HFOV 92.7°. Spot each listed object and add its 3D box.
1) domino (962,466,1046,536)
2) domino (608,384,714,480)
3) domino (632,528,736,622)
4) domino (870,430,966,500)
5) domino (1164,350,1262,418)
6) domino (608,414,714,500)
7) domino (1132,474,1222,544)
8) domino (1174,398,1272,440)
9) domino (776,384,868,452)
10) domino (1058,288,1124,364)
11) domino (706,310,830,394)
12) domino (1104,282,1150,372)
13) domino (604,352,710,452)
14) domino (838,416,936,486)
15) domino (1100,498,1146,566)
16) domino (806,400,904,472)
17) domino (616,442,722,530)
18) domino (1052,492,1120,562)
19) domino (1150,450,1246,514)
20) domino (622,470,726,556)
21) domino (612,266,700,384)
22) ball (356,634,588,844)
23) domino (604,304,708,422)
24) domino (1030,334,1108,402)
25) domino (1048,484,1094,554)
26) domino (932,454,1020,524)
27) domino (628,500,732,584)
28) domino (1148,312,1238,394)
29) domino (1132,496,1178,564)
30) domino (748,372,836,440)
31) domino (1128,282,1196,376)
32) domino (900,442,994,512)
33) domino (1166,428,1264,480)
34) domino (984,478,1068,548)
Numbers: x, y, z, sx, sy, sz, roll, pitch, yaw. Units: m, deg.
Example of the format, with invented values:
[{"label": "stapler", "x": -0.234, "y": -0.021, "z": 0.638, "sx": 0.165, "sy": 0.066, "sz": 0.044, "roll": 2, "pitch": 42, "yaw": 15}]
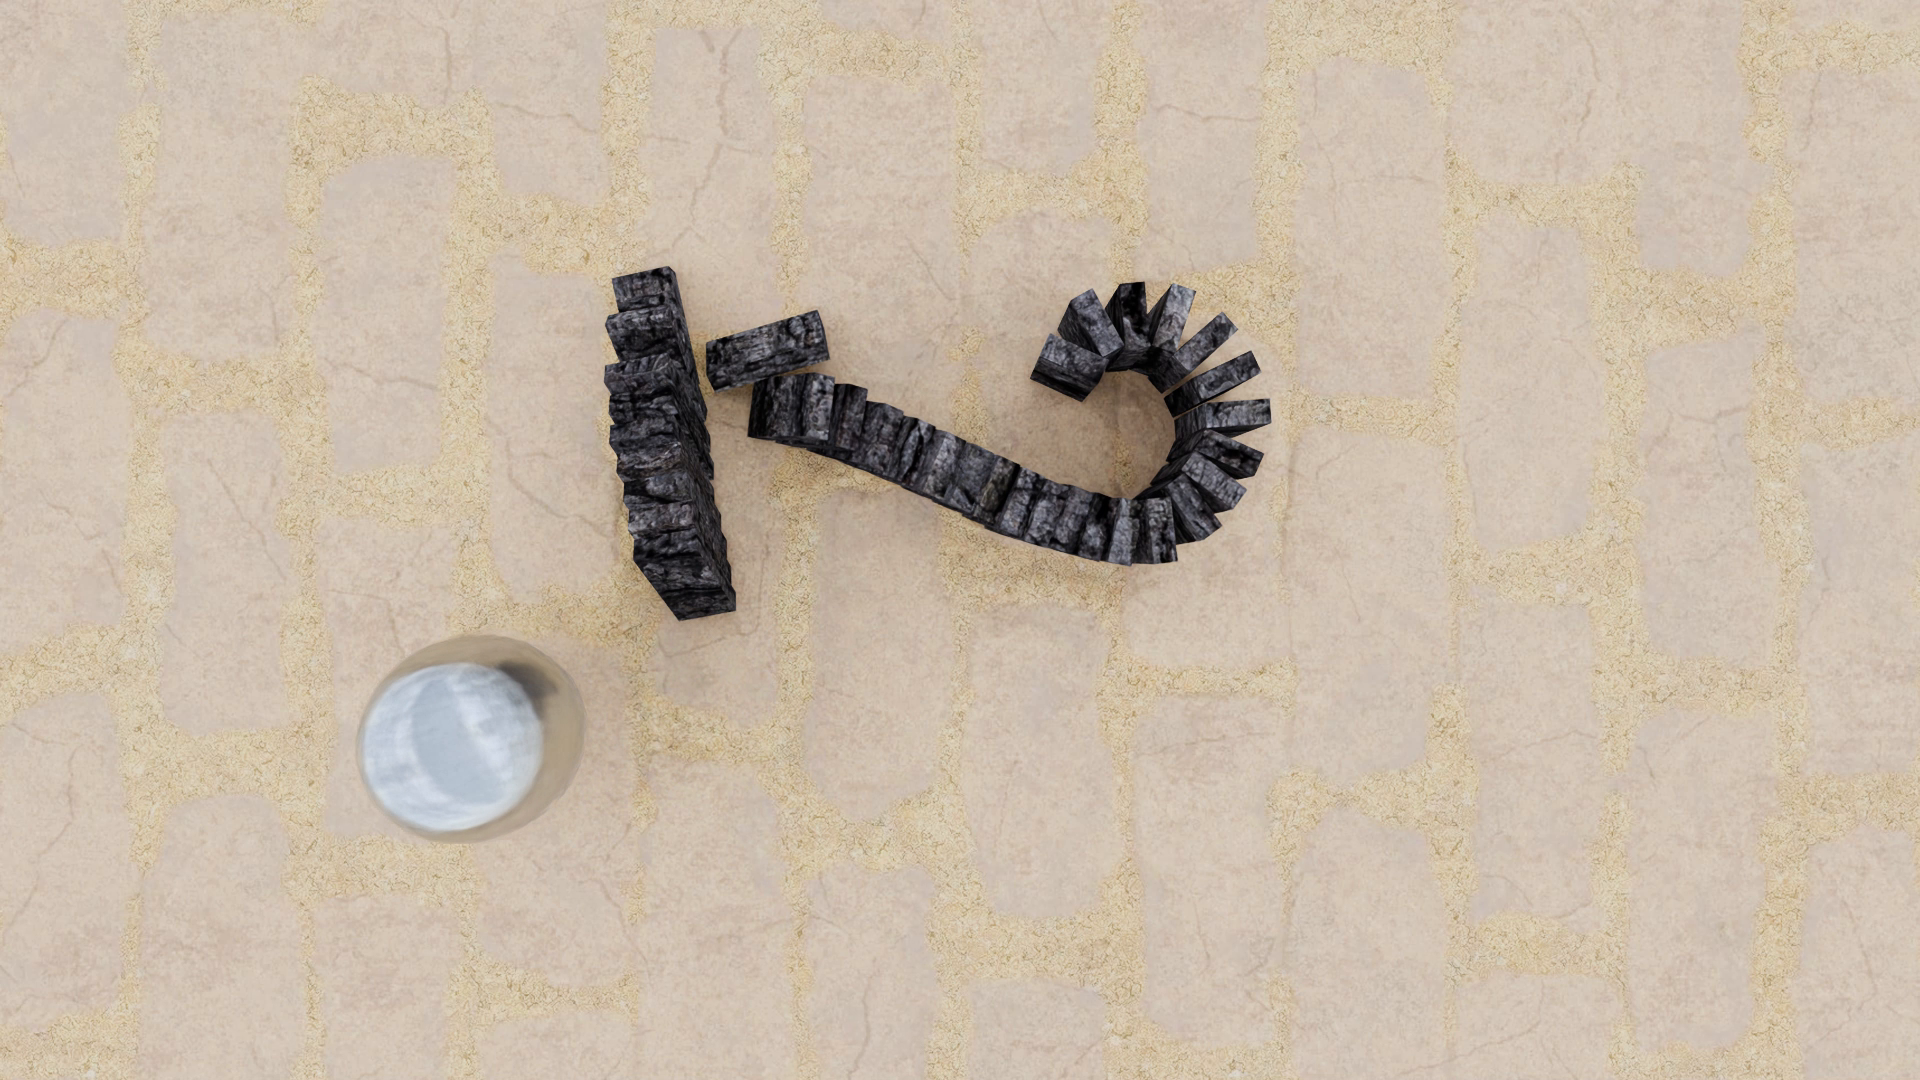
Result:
[{"label": "domino", "x": 0.017, "y": -0.017, "z": 0.375, "sx": 0.010, "sy": 0.050, "sz": 0.025, "roll": 22, "pitch": 90, "yaw": -18}, {"label": "domino", "x": -0.122, "y": -0.041, "z": 0.377, "sx": 0.025, "sy": 0.050, "sz": 0.010, "roll": -10, "pitch": 56, "yaw": 0}, {"label": "domino", "x": -0.112, "y": 0.015, "z": 0.377, "sx": 0.025, "sy": 0.050, "sz": 0.009, "roll": -11, "pitch": 56, "yaw": 0}, {"label": "domino", "x": -0.018, "y": -0.034, "z": 0.376, "sx": 0.009, "sy": 0.050, "sz": 0.025, "roll": 22, "pitch": 90, "yaw": -33}, {"label": "domino", "x": 0.102, "y": -0.063, "z": 0.375, "sx": 0.025, "sy": 0.050, "sz": 0.009, "roll": -25, "pitch": 90, "yaw": 0}, {"label": "domino", "x": -0.121, "y": -0.030, "z": 0.377, "sx": 0.025, "sy": 0.050, "sz": 0.010, "roll": -10, "pitch": 56, "yaw": 0}, {"label": "domino", "x": 0.087, "y": -0.011, "z": 0.375, "sx": 0.010, "sy": 0.050, "sz": 0.025, "roll": -36, "pitch": 90, "yaw": -6}, {"label": "domino", "x": 0.106, "y": -0.049, "z": 0.375, "sx": 0.025, "sy": 0.050, "sz": 0.009, "roll": -4, "pitch": 90, "yaw": 0}, {"label": "domino", "x": -0.058, "y": -0.051, "z": 0.378, "sx": 0.010, "sy": 0.050, "sz": 0.025, "roll": 10, "pitch": 90, "yaw": -40}, {"label": "domino", "x": 0.053, "y": -0.083, "z": 0.375, "sx": 0.010, "sy": 0.050, "sz": 0.025, "roll": -29, "pitch": 90, "yaw": 0}, {"label": "domino", "x": -0.082, "y": -0.080, "z": 0.388, "sx": 0.050, "sy": 0.010, "sz": 0.025, "roll": -16, "pitch": 46, "yaw": 0}, {"label": "domino", "x": 0.067, "y": -0.086, "z": 0.375, "sx": 0.009, "sy": 0.050, "sz": 0.025, "roll": -5, "pitch": 90, "yaw": 0}, {"label": "domino", "x": -0.123, "y": -0.053, "z": 0.377, "sx": 0.025, "sy": 0.050, "sz": 0.010, "roll": -11, "pitch": 55, "yaw": 0}, {"label": "domino", "x": -0.031, "y": -0.039, "z": 0.377, "sx": 0.009, "sy": 0.050, "sz": 0.025, "roll": 21, "pitch": 90, "yaw": -36}, {"label": "domino", "x": 0.060, "y": -0.004, "z": 0.375, "sx": 0.010, "sy": 0.050, "sz": 0.025, "roll": 13, "pitch": 90, "yaw": -8}, {"label": "domino", "x": -0.044, "y": -0.045, "z": 0.378, "sx": 0.010, "sy": 0.050, "sz": 0.025, "roll": 18, "pitch": 90, "yaw": -39}, {"label": "domino", "x": -0.118, "y": -0.019, "z": 0.377, "sx": 0.025, "sy": 0.050, "sz": 0.010, "roll": -11, "pitch": 56, "yaw": 0}, {"label": "domino", "x": 0.048, "y": -0.007, "z": 0.375, "sx": 0.010, "sy": 0.050, "sz": 0.025, "roll": 18, "pitch": 90, "yaw": -13}, {"label": "domino", "x": 0.096, "y": -0.022, "z": 0.375, "sx": 0.025, "sy": 0.050, "sz": 0.009, "roll": 37, "pitch": 87, "yaw": 0}, {"label": "domino", "x": -0.116, "y": -0.007, "z": 0.377, "sx": 0.025, "sy": 0.050, "sz": 0.009, "roll": -10, "pitch": 56, "yaw": 0}, {"label": "domino", "x": -0.131, "y": -0.090, "z": 0.395, "sx": 0.025, "sy": 0.009, "sz": 0.050, "roll": -12, "pitch": 90, "yaw": 0}, {"label": "ball", "x": -0.189, "y": 0.077, "z": 0.360, "sx": 0.080, "sy": 0.080, "sz": 0.080, "roll": 0, "pitch": 90, "yaw": 0}, {"label": "domino", "x": -0.125, "y": -0.071, "z": 0.380, "sx": 0.025, "sy": 0.010, "sz": 0.050, "roll": -11, "pitch": 129, "yaw": -1}, {"label": "domino", "x": 0.044, "y": -0.070, "z": 0.375, "sx": 0.025, "sy": 0.050, "sz": 0.009, "roll": 24, "pitch": 90, "yaw": 0}, {"label": "domino", "x": 0.036, "y": -0.010, "z": 0.375, "sx": 0.009, "sy": 0.050, "sz": 0.025, "roll": 20, "pitch": 90, "yaw": -18}, {"label": "domino", "x": 0.006, "y": -0.023, "z": 0.375, "sx": 0.009, "sy": 0.050, "sz": 0.025, "roll": 22, "pitch": 90, "yaw": -23}, {"label": "domino", "x": -0.114, "y": 0.004, "z": 0.377, "sx": 0.025, "sy": 0.050, "sz": 0.010, "roll": -10, "pitch": 56, "yaw": 0}, {"label": "domino", "x": 0.094, "y": -0.076, "z": 0.375, "sx": 0.025, "sy": 0.050, "sz": 0.009, "roll": -42, "pitch": 90, "yaw": 0}, {"label": "domino", "x": 0.074, "y": -0.003, "z": 0.375, "sx": 0.009, "sy": 0.050, "sz": 0.025, "roll": -7, "pitch": 90, "yaw": -7}, {"label": "domino", "x": -0.070, "y": -0.054, "z": 0.378, "sx": 0.010, "sy": 0.050, "sz": 0.025, "roll": 7, "pitch": 90, "yaw": -40}, {"label": "domino", "x": 0.082, "y": -0.085, "z": 0.375, "sx": 0.009, "sy": 0.050, "sz": 0.025, "roll": 19, "pitch": 90, "yaw": 0}, {"label": "domino", "x": -0.006, "y": -0.028, "z": 0.376, "sx": 0.010, "sy": 0.050, "sz": 0.025, "roll": 22, "pitch": 90, "yaw": -28}, {"label": "domino", "x": 0.103, "y": -0.034, "z": 0.375, "sx": 0.025, "sy": 0.050, "sz": 0.010, "roll": 24, "pitch": 90, "yaw": 0}, {"label": "domino", "x": 0.026, "y": -0.013, "z": 0.375, "sx": 0.009, "sy": 0.050, "sz": 0.025, "roll": 20, "pitch": 90, "yaw": -18}]
